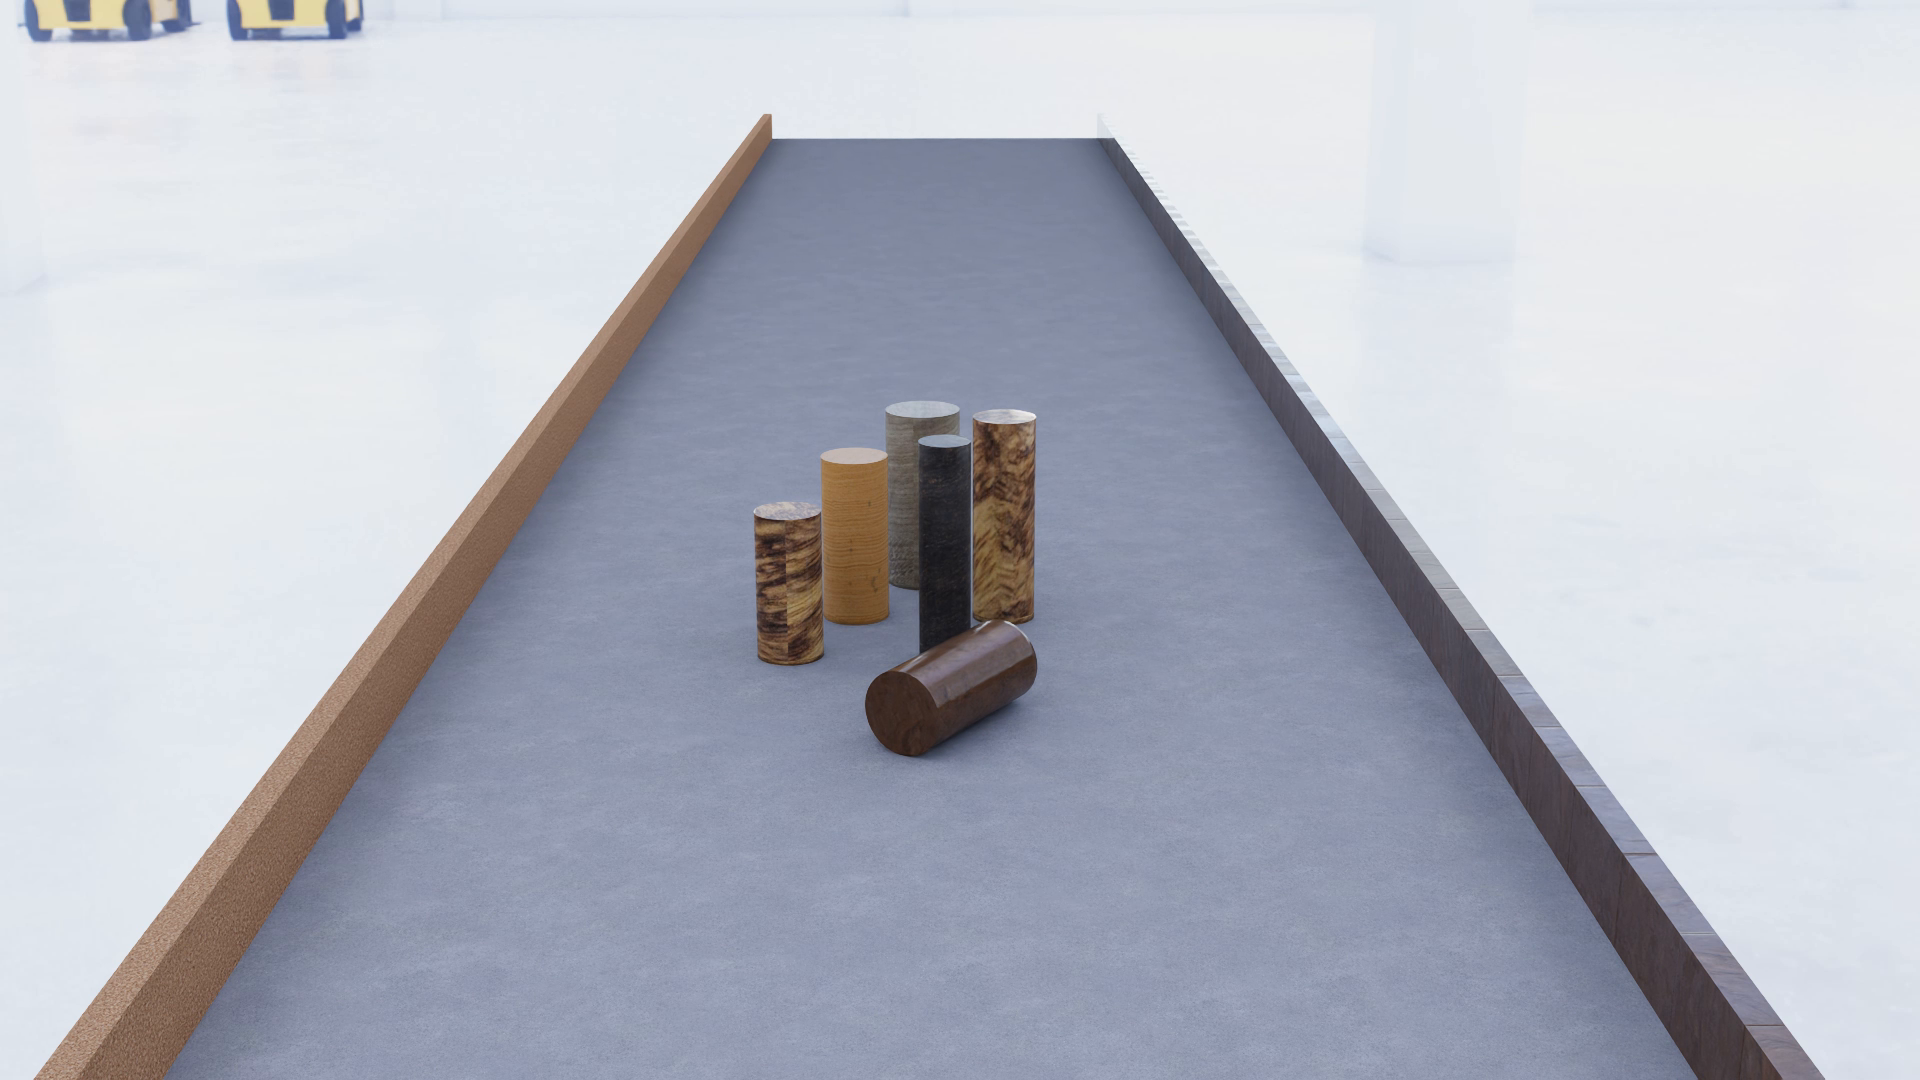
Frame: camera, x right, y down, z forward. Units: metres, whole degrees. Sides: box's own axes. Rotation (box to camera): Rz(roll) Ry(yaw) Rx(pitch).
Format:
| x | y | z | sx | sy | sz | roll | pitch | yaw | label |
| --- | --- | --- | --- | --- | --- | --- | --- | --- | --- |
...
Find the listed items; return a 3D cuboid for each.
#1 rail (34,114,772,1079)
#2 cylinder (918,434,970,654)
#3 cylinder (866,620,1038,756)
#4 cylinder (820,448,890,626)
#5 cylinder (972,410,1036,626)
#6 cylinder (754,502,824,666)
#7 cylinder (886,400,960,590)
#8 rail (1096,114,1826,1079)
| x | y | z | sx | sy | sz | roll | pitch | yaw | label |
| --- | --- | --- | --- | --- | --- | --- | --- | --- | --- |
| -1.118 | -0.838 | 7.780 | 0.050 | 0.150 | 12.000 | 0 | 17 | -1 | rail |
| -0.030 | 0.021 | 4.367 | 0.104 | 0.449 | 0.104 | 0 | 17 | 0 | cylinder |
| -0.012 | 0.268 | 4.047 | 0.159 | 0.159 | 0.340 | 10 | 19 | 31 | cylinder |
| -0.221 | -0.008 | 4.640 | 0.140 | 0.350 | 0.140 | 0 | 17 | 0 | cylinder |
| 0.092 | -0.047 | 4.621 | 0.131 | 0.436 | 0.131 | 0 | 17 | 0 | cylinder |
| -0.342 | 0.087 | 4.405 | 0.134 | 0.302 | 0.134 | 0 | 17 | 0 | cylinder |
| -0.082 | -0.099 | 4.874 | 0.163 | 0.391 | 0.163 | 0 | 17 | 0 | cylinder |
| 0.932 | -0.844 | 7.801 | 0.050 | 0.150 | 12.000 | 0 | 17 | -1 | rail |
